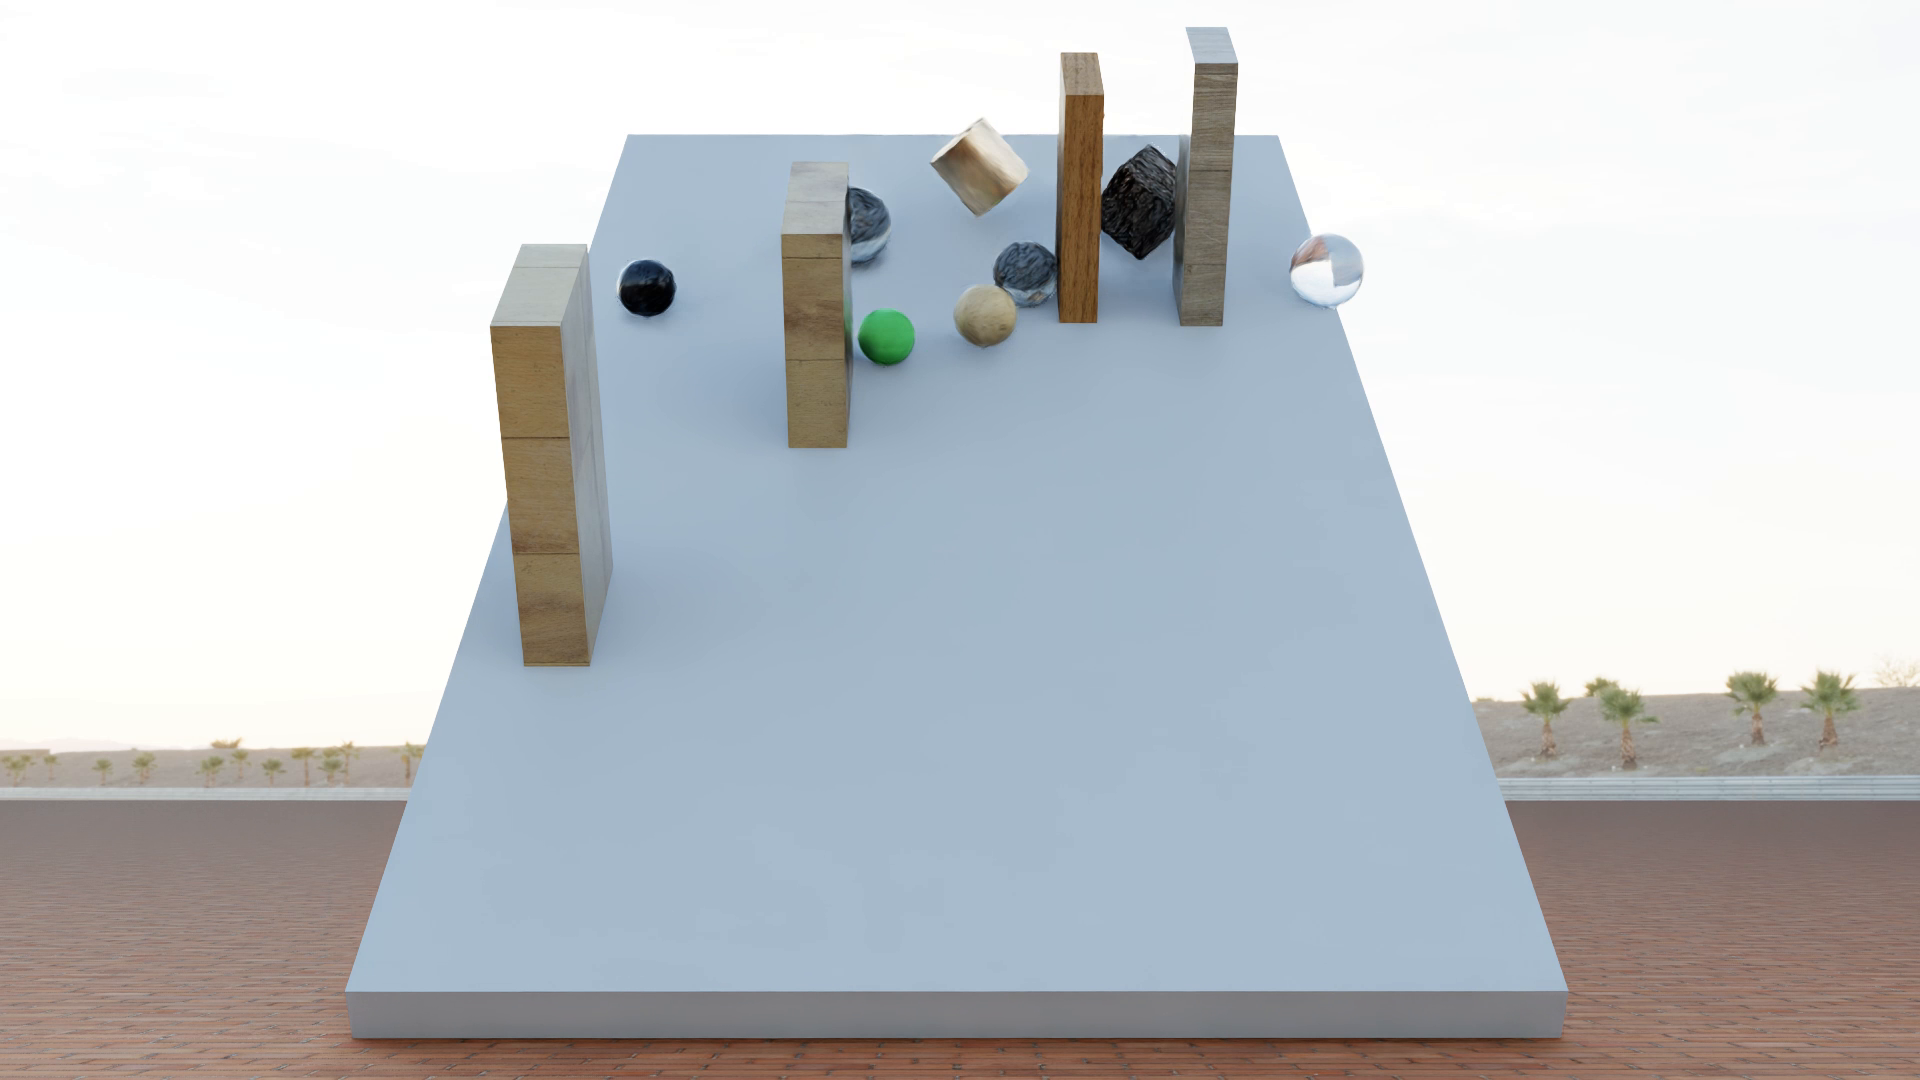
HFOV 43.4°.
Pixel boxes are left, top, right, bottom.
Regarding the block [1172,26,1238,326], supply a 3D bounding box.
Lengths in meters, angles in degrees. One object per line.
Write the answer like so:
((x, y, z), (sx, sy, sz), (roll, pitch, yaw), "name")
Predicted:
((0.621, -0.923, 6.145), (0.107, 0.700, 0.283), (0, 30, 0), "block")

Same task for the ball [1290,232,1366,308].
((0.955, -0.701, 6.269), (0.194, 0.194, 0.194), (0, -6, 0), "ball")

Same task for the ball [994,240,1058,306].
((0.171, -0.694, 6.276), (0.169, 0.169, 0.169), (0, -6, 0), "ball")

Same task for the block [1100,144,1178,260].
((0.504, -0.922, 6.583), (0.190, 0.190, 0.190), (-43, -10, -49), "block")

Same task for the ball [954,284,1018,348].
((0.063, -0.557, 5.979), (0.158, 0.158, 0.158), (0, -6, 0), "ball")

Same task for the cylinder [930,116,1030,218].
((0.055, -1.031, 6.668), (0.198, 0.198, 0.198), (-39, 12, 10), "cylinder")

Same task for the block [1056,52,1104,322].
((0.305, -0.906, 6.202), (0.097, 0.612, 0.327), (0, 30, 0), "block")

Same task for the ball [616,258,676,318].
((-0.807, -0.649, 6.210), (0.152, 0.152, 0.152), (0, -6, 0), "ball")

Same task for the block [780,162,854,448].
((-0.331, -0.556, 5.665), (0.136, 0.534, 0.444), (0, 30, 0), "block")

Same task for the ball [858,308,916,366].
((-0.182, -0.503, 5.968), (0.142, 0.142, 0.142), (0, -6, 0), "ball")

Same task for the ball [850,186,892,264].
((-0.289, -0.849, 6.507), (0.207, 0.207, 0.207), (0, -6, 0), "ball")

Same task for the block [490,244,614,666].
((-0.800, -0.167, 4.773), (0.130, 0.741, 0.390), (0, 30, 0), "block")

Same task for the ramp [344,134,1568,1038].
((-0.013, -0.212, 5.703), (2.000, 0.100, 4.000), (0, 30, 0), "ramp")
